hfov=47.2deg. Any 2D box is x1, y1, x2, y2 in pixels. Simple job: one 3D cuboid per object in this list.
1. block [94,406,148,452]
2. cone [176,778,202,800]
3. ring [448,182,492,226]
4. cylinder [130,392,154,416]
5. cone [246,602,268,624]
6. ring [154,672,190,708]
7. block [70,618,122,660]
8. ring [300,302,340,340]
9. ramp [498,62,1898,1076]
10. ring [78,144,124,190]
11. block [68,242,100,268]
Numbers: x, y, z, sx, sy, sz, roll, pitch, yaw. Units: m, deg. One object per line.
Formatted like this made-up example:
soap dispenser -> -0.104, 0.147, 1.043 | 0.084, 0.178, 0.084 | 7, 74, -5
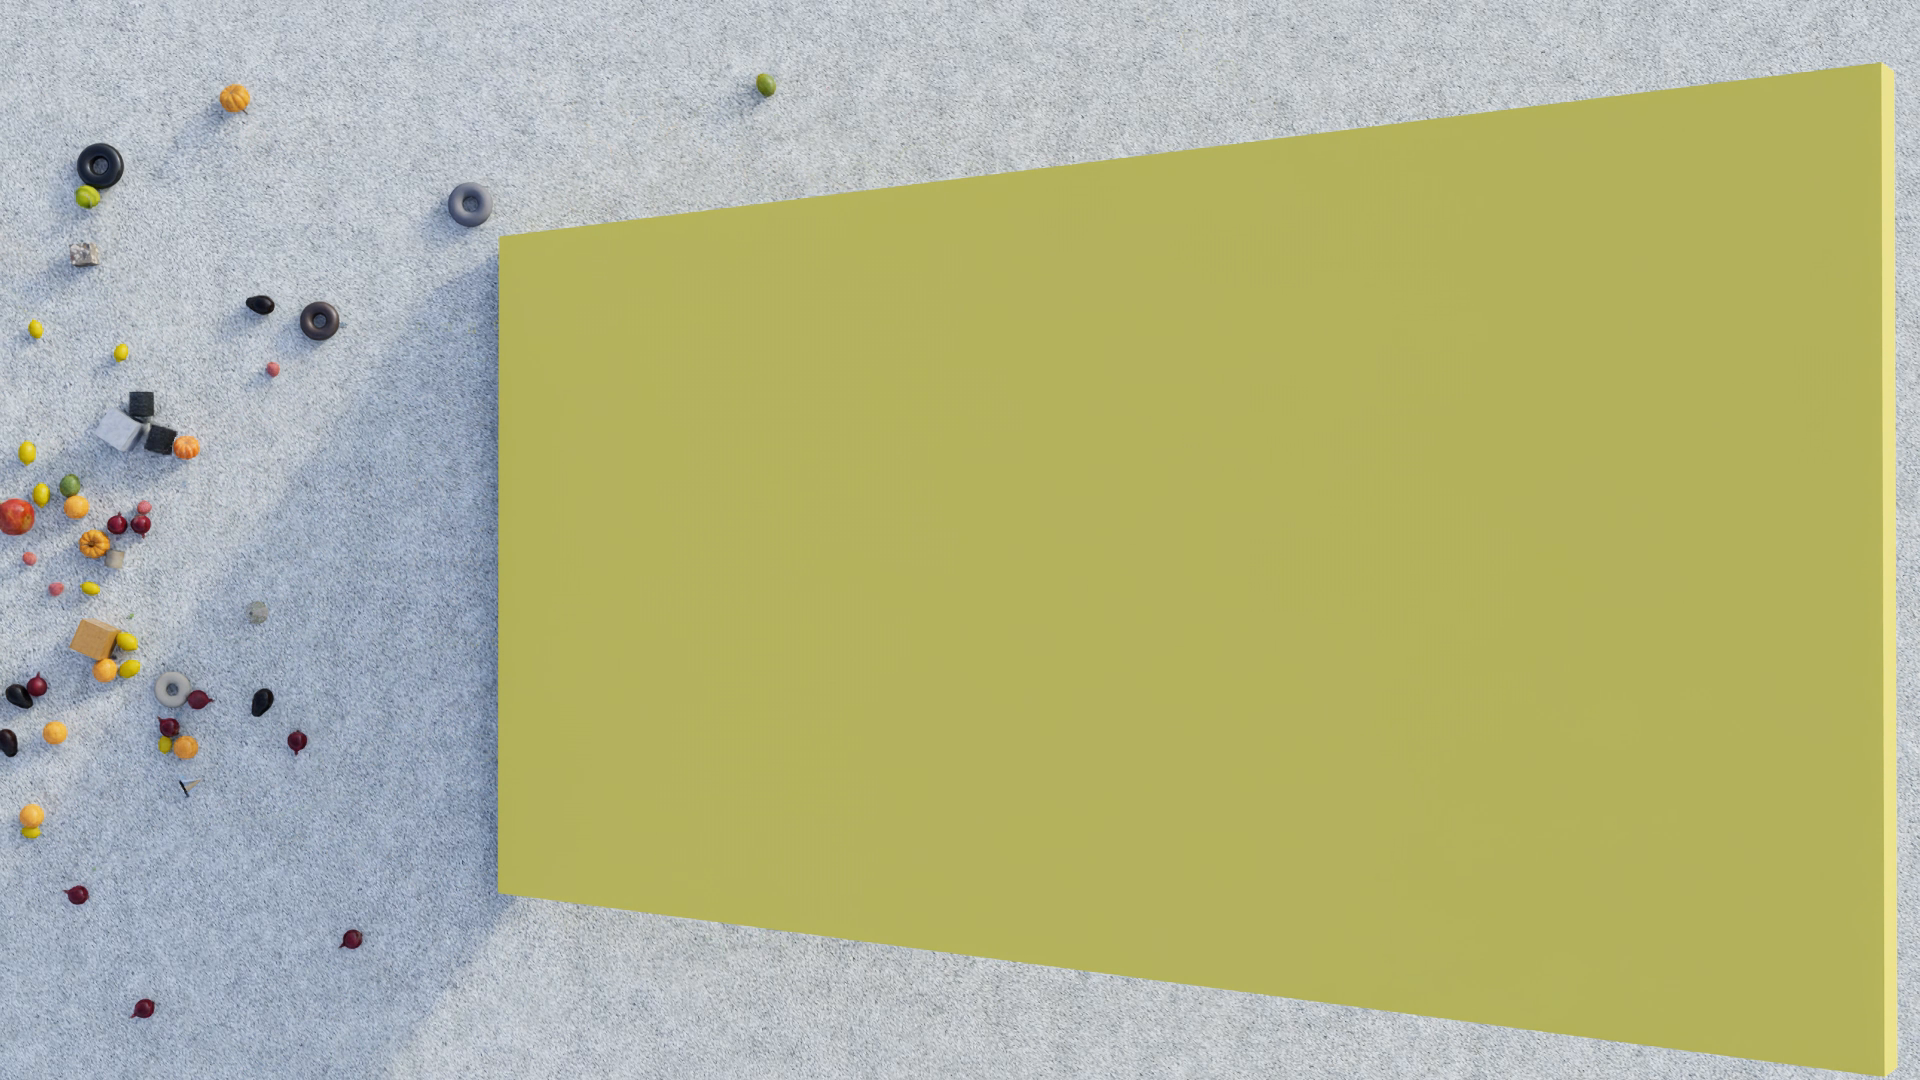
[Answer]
block -> -2.569, -0.337, 6.735 | 0.096, 0.096, 0.096 | 33, 90, 0
cone -> -2.361, 0.751, 6.760 | 0.067, 0.067, 0.067 | -31, 90, -29
ring -> -1.506, -1.032, 6.765 | 0.139, 0.046, 0.139 | 0, 89, 1
cylinder -> -2.511, -0.417, 6.748 | 0.072, 0.072, 0.072 | -1, 90, 0
cone -> -2.168, 0.224, 6.743 | 0.072, 0.072, 0.072 | 0, 90, 0
ring -> -2.420, 0.460, 6.759 | 0.113, 0.038, 0.113 | 0, 91, 1
block -> -2.645, 0.303, 6.731 | 0.095, 0.095, 0.095 | 24, 90, 0
ring -> -1.970, -0.674, 6.765 | 0.122, 0.041, 0.122 | 0, 89, 2
ramp -> 0.236, 0.066, 5.557 | 4.000, 0.100, 2.000 | 0, 89, 36
ring -> -2.645, -1.151, 6.766 | 0.143, 0.048, 0.143 | 0, 88, 0
block -> -2.690, -0.876, 6.756 | 0.063, 0.063, 0.063 | -8, 90, 0
